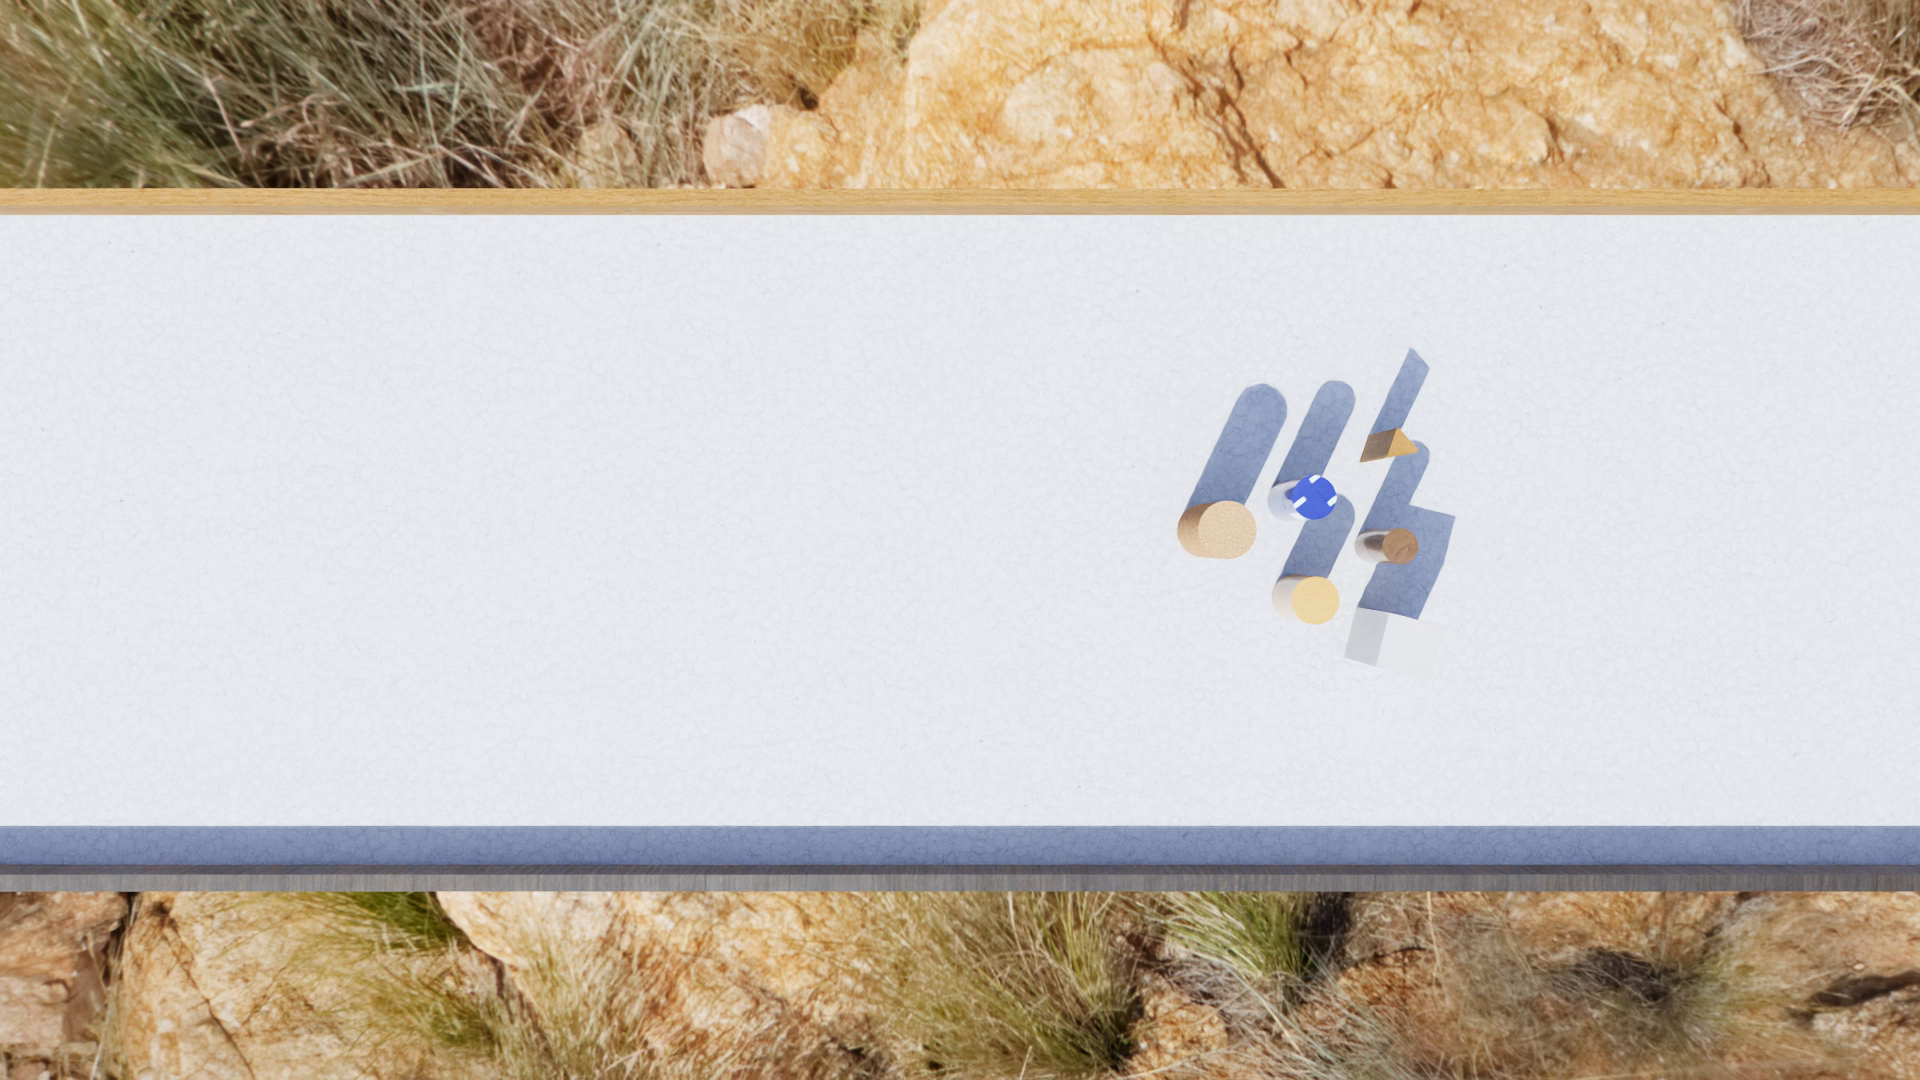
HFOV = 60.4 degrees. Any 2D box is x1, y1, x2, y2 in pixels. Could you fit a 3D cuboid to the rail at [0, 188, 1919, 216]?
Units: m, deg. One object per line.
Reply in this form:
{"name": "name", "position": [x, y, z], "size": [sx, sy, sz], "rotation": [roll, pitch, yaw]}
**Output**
{"name": "rail", "position": [-2.247, -1.025, 5.002], "size": [12.000, 0.150, 0.050], "rotation": [0, 90, 0]}

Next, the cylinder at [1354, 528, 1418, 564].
{"name": "cylinder", "position": [1.265, 0.018, 4.908], "size": [0.104, 0.338, 0.104], "rotation": [0, 90, 0]}

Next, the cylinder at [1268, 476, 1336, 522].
{"name": "cylinder", "position": [1.009, -0.121, 4.886], "size": [0.126, 0.381, 0.126], "rotation": [0, 90, 0]}

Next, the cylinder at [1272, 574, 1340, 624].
{"name": "cylinder", "position": [1.028, 0.175, 4.922], "size": [0.139, 0.310, 0.139], "rotation": [0, 90, 0]}

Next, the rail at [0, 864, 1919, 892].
{"name": "rail", "position": [-2.247, 1.025, 5.001], "size": [12.000, 0.150, 0.050], "rotation": [0, 90, 0]}

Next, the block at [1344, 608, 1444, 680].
{"name": "block", "position": [1.278, 0.303, 4.880], "size": [0.159, 0.393, 0.159], "rotation": [14, 90, 0]}

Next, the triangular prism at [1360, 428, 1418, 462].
{"name": "triangular prism", "position": [1.267, -0.285, 4.910], "size": [0.090, 0.333, 0.078], "rotation": [-11, 90, 0]}

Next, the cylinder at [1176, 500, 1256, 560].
{"name": "cylinder", "position": [0.750, -0.028, 4.848], "size": [0.164, 0.457, 0.164], "rotation": [0, 90, 0]}
